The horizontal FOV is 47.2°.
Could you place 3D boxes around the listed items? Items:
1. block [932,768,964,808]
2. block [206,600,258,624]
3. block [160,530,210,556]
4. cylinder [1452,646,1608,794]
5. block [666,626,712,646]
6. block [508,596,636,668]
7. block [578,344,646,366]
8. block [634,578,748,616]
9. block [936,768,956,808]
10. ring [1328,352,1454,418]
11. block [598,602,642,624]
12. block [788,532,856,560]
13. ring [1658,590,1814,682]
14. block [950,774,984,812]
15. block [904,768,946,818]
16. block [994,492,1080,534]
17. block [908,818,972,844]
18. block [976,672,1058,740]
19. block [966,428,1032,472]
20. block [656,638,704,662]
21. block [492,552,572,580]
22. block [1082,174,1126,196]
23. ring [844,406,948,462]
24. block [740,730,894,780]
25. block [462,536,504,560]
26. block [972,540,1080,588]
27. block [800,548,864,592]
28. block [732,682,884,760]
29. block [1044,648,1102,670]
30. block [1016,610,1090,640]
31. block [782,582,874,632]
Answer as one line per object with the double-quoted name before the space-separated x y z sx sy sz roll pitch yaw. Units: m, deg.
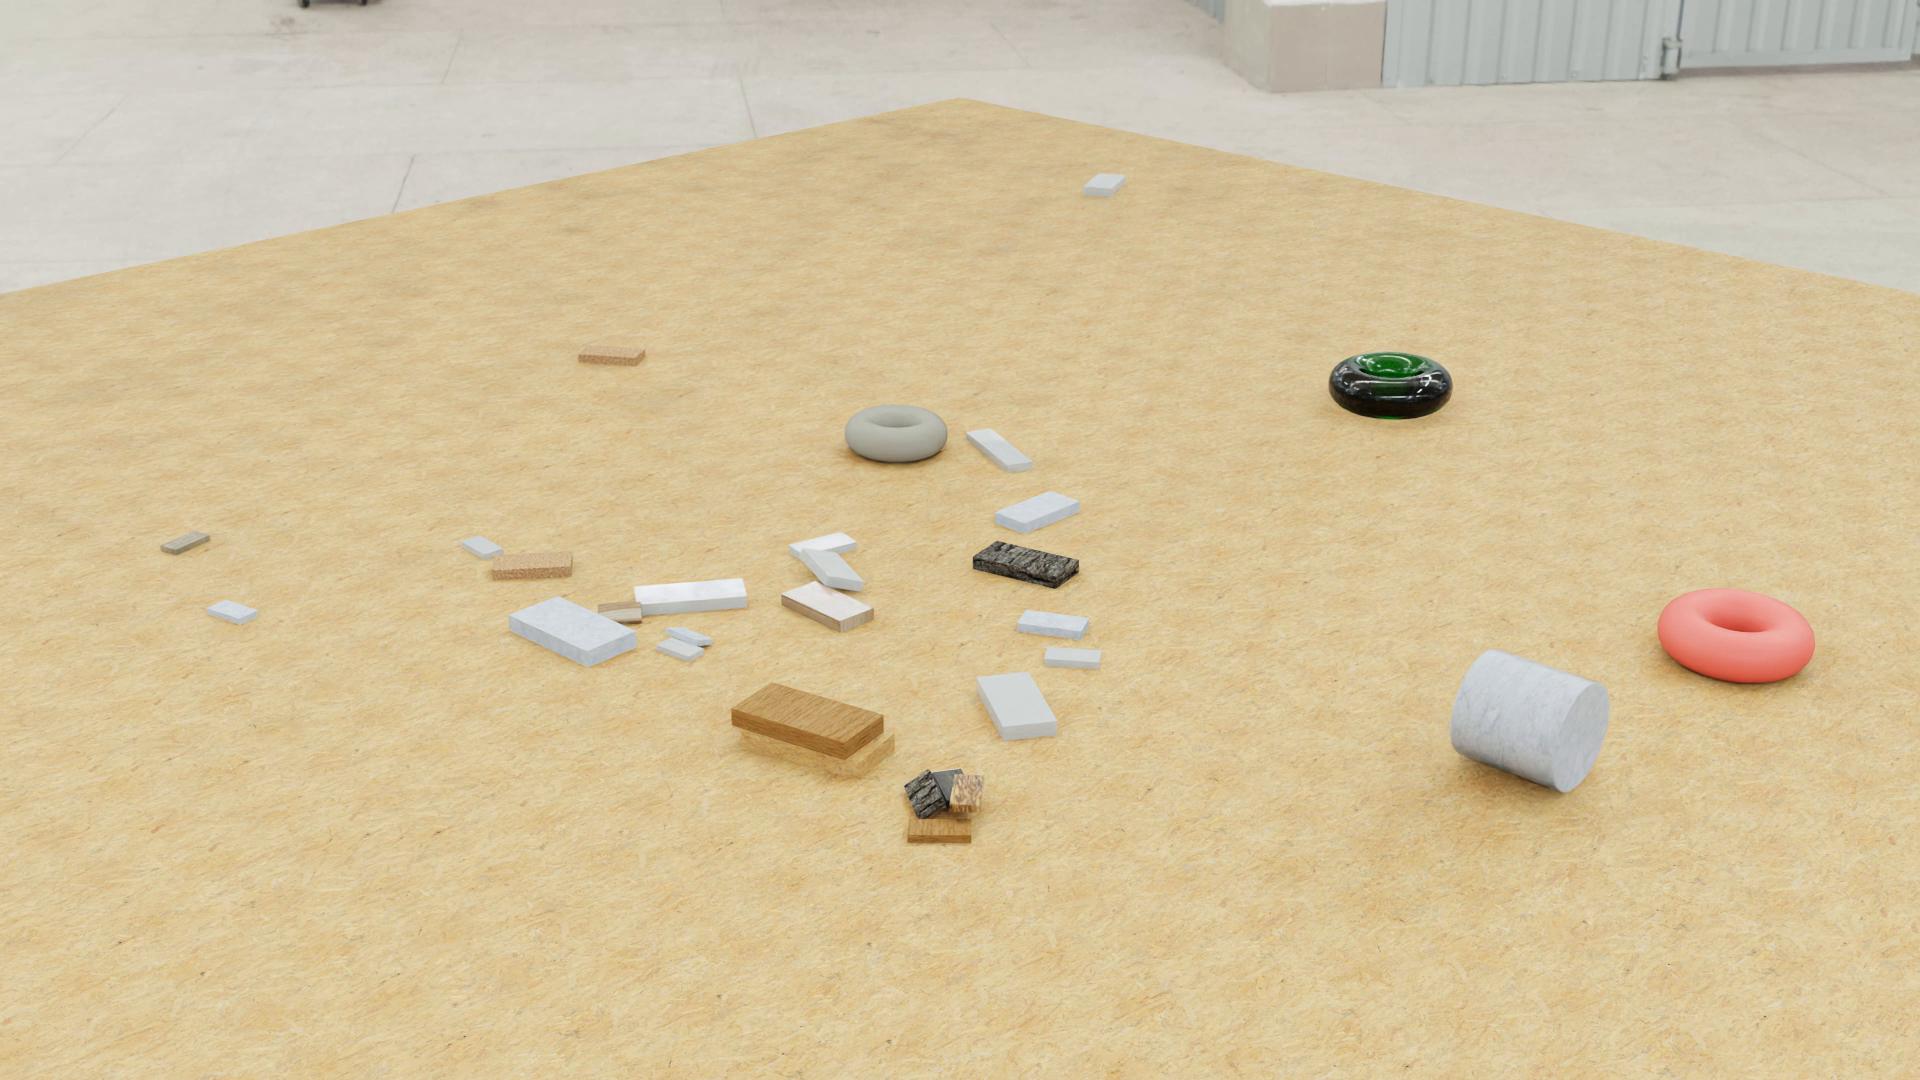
"block" -0.012 0.508 4.498 0.061 0.017 0.122 -6 24 -13
"block" -1.763 0.175 5.328 0.114 0.016 0.057 14 27 29
"block" -2.016 0.008 5.722 0.057 0.016 0.114 13 26 27
"cylinder" 1.185 0.375 4.576 0.236 0.236 0.236 23 32 29
"block" -0.639 0.227 5.188 0.103 0.015 0.052 18 12 36
"block" -0.917 0.215 5.201 0.293 0.042 0.147 20 30 38
"block" -1.130 -0.599 7.137 0.195 0.028 0.098 5 23 11
"block" -0.661 0.140 5.392 0.267 0.031 0.109 -4 23 -10
"block" -0.022 0.511 4.533 0.061 0.017 0.122 -5 24 -12
"ring" 1.315 -0.473 6.720 0.377 0.126 0.377 -1 23 0
"block" -0.819 0.176 5.290 0.103 0.015 0.052 -3 60 -6
"block" -0.355 0.019 5.689 0.157 0.022 0.079 -14 27 -30
"ring" 1.798 0.220 5.097 0.348 0.116 0.348 0 24 0
"block" 0.015 0.512 4.443 0.061 0.017 0.122 2 23 4
"block" -0.071 0.519 4.475 0.063 0.018 0.126 -35 26 2
"block" 0.208 -0.075 5.898 0.109 0.031 0.218 21 31 40
"block" -0.041 0.579 4.374 0.126 0.018 0.063 0 23 0
"block" 0.124 0.365 4.856 0.121 0.034 0.245 -5 24 -12
"block" 0.112 -0.259 6.343 0.079 0.022 0.296 -9 25 -21
"block" -0.654 0.256 5.138 0.103 0.015 0.052 16 28 34
"block" -1.083 0.065 5.572 0.195 0.028 0.098 -3 23 -7
"block" 0.607 -1.491 9.231 0.121 0.034 0.241 7 24 17
"ring" -0.185 -0.309 6.366 0.300 0.100 0.300 1 23 0
"block" -0.303 0.429 4.697 0.293 0.042 0.147 11 26 25
"block" -1.237 0.020 5.693 0.057 0.016 0.114 -19 30 -38
"block" 0.167 0.062 5.571 0.241 0.034 0.121 13 26 28
"block" -0.322 0.073 5.514 0.098 0.028 0.195 10 17 -28
"block" -0.326 0.385 4.695 0.293 0.042 0.147 14 26 29
"block" 0.261 0.273 5.093 0.126 0.018 0.063 3 23 8
"block" 0.223 0.202 5.255 0.158 0.022 0.079 7 24 16
"block" -0.322 0.162 5.341 0.109 0.031 0.218 -21 30 -40
